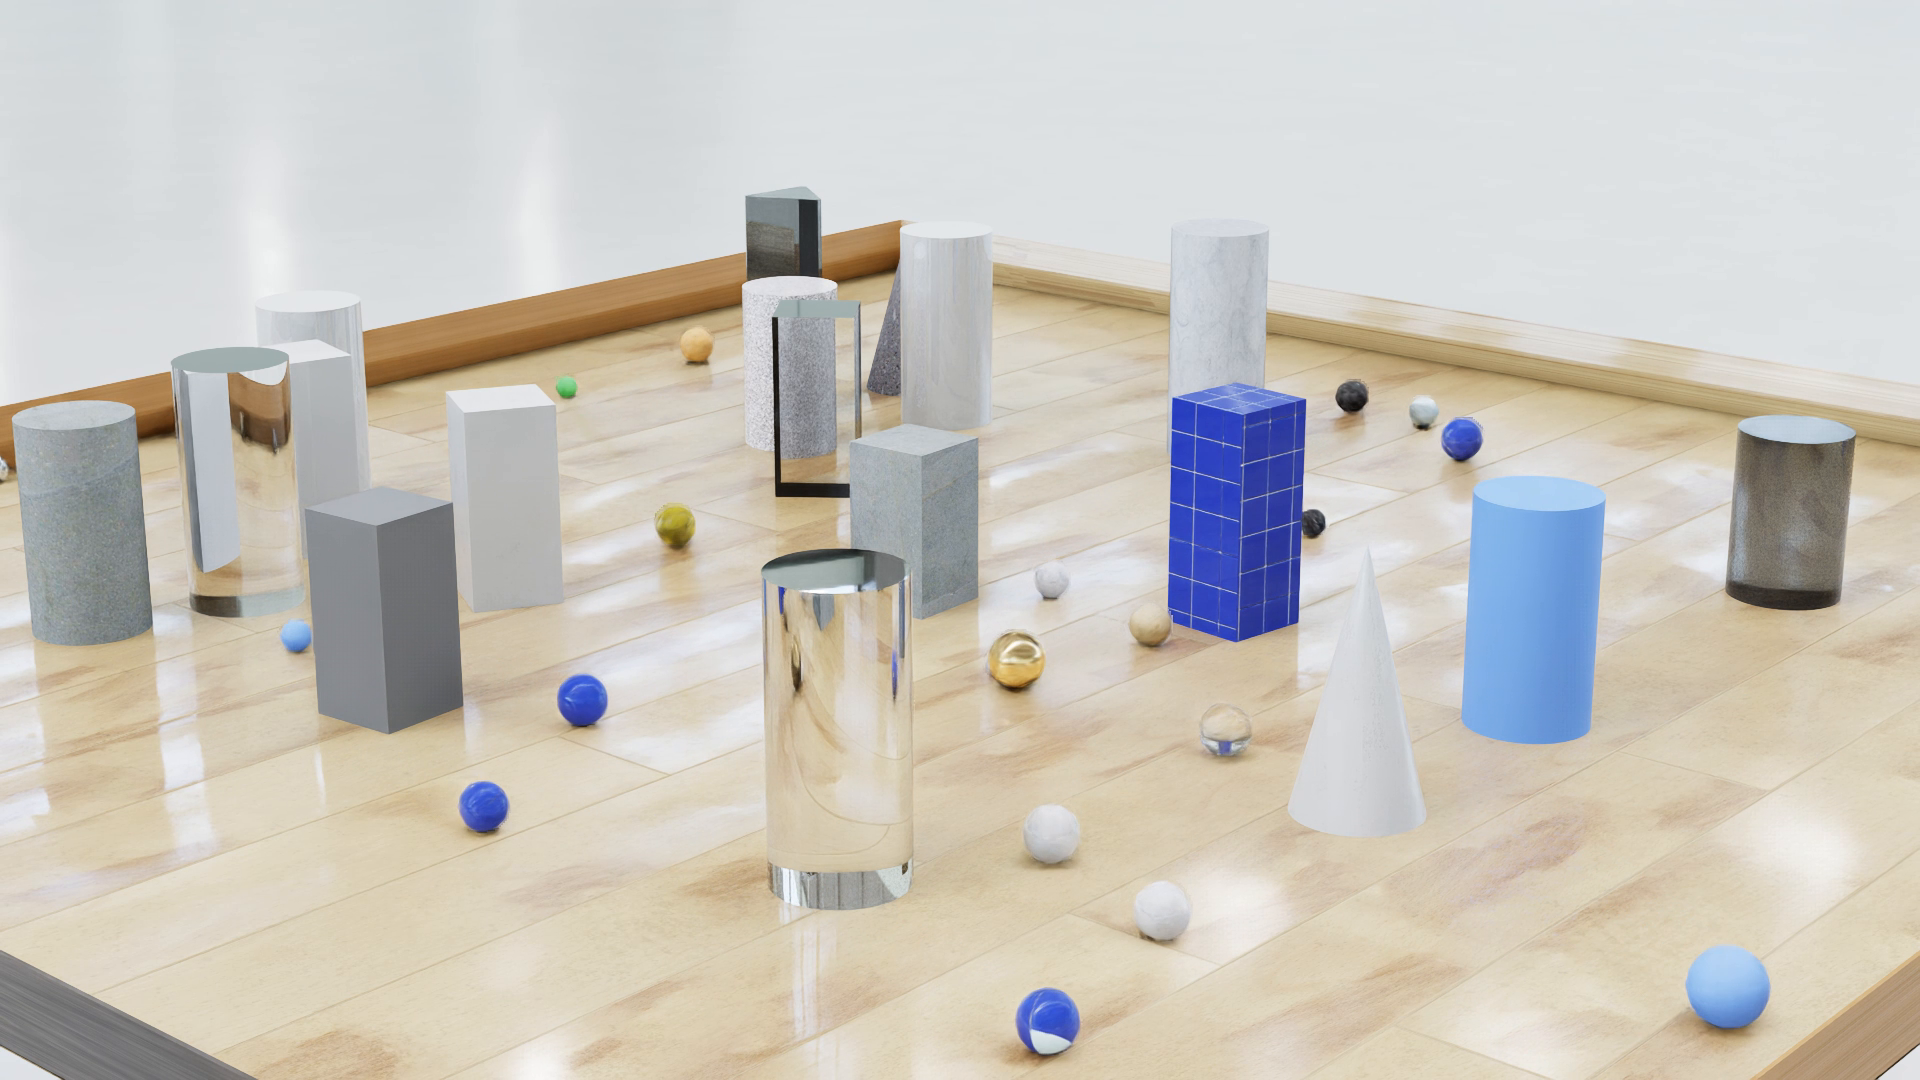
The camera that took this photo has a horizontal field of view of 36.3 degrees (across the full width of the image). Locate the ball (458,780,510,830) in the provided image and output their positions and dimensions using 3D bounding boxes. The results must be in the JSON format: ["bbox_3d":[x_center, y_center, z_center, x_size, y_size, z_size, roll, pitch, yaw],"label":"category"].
[{"bbox_3d":[-0.666,0.371,4.098,0.071,0.071,0.071,0,17,0],"label":"ball"}]

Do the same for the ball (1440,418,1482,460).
[{"bbox_3d":[1.024,-0.206,5.985,0.086,0.086,0.086,0,17,0],"label":"ball"}]

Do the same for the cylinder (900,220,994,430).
[{"bbox_3d":[-0.029,-0.458,6.255,0.197,0.414,0.197,0,17,0],"label":"cylinder"}]

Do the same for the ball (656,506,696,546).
[{"bbox_3d":[-0.524,-0.026,5.407,0.075,0.075,0.075,0,17,0],"label":"ball"}]

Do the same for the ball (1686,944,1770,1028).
[{"bbox_3d":[0.919,0.534,3.509,0.098,0.098,0.098,0,17,0],"label":"ball"}]

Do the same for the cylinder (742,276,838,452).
[{"bbox_3d":[-0.351,-0.367,6.098,0.197,0.329,0.197,0,17,0],"label":"cylinder"}]

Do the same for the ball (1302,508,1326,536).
[{"bbox_3d":[0.658,-0.033,5.474,0.050,0.050,0.050,0,17,0],"label":"ball"}]

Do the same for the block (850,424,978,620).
[{"bbox_3d":[-0.079,-0.034,5.063,0.157,0.289,0.157,13,21,36],"label":"block"}]

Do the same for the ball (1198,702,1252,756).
[{"bbox_3d":[0.396,0.283,4.375,0.080,0.080,0.080,0,17,0],"label":"ball"}]

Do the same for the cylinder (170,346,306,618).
[{"bbox_3d":[-1.240,-0.101,5.043,0.197,0.429,0.197,0,17,0],"label":"cylinder"}]

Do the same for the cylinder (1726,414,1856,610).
[{"bbox_3d":[1.443,-0.049,5.099,0.197,0.297,0.197,0,17,0],"label":"cylinder"}]

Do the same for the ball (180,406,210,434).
[{"bbox_3d":[-1.614,-0.252,6.184,0.060,0.060,0.060,0,17,0],"label":"ball"}]

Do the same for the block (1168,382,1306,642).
[{"bbox_3d":[0.465,-0.048,4.934,0.157,0.391,0.157,-15,22,-40],"label":"block"}]

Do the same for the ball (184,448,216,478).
[{"bbox_3d":[-1.520,-0.155,5.862,0.060,0.060,0.060,0,17,0],"label":"ball"}]

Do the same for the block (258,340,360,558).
[{"bbox_3d":[-1.208,-0.165,5.365,0.157,0.365,0.157,-11,20,-33],"label":"block"}]

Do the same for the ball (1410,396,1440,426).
[{"bbox_3d":[0.989,-0.273,6.248,0.063,0.063,0.063,0,17,0],"label":"ball"}]

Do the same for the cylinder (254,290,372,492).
[{"bbox_3d":[-1.233,-0.258,5.604,0.197,0.405,0.197,0,17,0],"label":"cylinder"}]

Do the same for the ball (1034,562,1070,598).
[{"bbox_3d":[0.160,0.069,5.114,0.063,0.063,0.063,0,17,0],"label":"ball"}]

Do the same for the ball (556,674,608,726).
[{"bbox_3d":[-0.580,0.244,4.503,0.079,0.079,0.079,0,17,0],"label":"ball"}]

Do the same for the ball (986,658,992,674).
[{"bbox_3d":[0.061,0.199,4.720,0.040,0.040,0.040,0,17,0],"label":"ball"}]

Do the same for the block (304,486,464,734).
[{"bbox_3d":[-0.887,0.106,4.525,0.157,0.332,0.157,12,21,35],"label":"block"}]

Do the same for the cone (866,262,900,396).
[{"bbox_3d":[-0.112,-0.525,6.547,0.197,0.373,0.197,0,17,0],"label":"cone"}]

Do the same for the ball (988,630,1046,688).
[{"bbox_3d":[0.090,0.190,4.661,0.092,0.092,0.092,0,17,0],"label":"ball"}]

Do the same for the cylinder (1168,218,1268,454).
[{"bbox_3d":[0.526,-0.407,5.987,0.197,0.469,0.197,0,17,0],"label":"cylinder"}]

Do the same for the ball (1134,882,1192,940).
[{"bbox_3d":[0.259,0.474,3.750,0.075,0.075,0.075,0,17,0],"label":"ball"}]

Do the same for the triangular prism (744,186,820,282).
[{"bbox_3d":[-0.362,-0.535,6.430,0.170,0.460,0.148,5,17,15],"label":"triangular prism"}]

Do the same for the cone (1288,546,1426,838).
[{"bbox_3d":[0.565,0.195,4.116,0.197,0.398,0.197,0,17,0],"label":"cone"}]

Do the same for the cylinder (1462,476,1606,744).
[{"bbox_3d":[0.873,0.105,4.469,0.197,0.367,0.197,0,17,0],"label":"cylinder"}]

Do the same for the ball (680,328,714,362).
[{"bbox_3d":[-0.612,-0.453,6.816,0.080,0.080,0.080,0,17,0],"label":"ball"}]

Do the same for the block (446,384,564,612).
[{"bbox_3d":[-0.789,-0.074,5.081,0.157,0.355,0.157,-6,18,-20],"label":"block"}]

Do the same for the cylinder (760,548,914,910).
[{"bbox_3d":[-0.160,0.248,3.872,0.197,0.436,0.197,0,17,0],"label":"cylinder"}]

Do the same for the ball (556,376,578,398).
[{"bbox_3d":[-0.871,-0.339,6.495,0.047,0.047,0.047,0,17,0],"label":"ball"}]

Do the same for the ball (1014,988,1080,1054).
[{"bbox_3d":[0.103,0.565,3.446,0.077,0.077,0.077,0,17,0],"label":"ball"}]

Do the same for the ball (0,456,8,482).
[{"bbox_3d":[-1.919,-0.141,5.824,0.055,0.055,0.055,0,17,0],"label":"ball"}]

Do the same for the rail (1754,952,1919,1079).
[{"bbox_3d":[1.493,0.406,3.879,0.045,0.128,4.128,14,22,39],"label":"rail"}]

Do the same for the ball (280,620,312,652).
[{"bbox_3d":[-1.095,0.158,4.836,0.052,0.052,0.052,0,17,0],"label":"ball"}]

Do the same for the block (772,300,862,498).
[{"bbox_3d":[-0.278,-0.278,5.750,0.157,0.359,0.157,1,17,3],"label":"block"}]

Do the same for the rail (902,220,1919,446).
[{"bbox_3d":[1.338,-0.413,6.595,4.001,0.128,0.045,14,22,39],"label":"rail"}]

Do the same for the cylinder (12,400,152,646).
[{"bbox_3d":[-1.468,-0.030,4.909,0.197,0.370,0.197,0,17,0],"label":"cylinder"}]

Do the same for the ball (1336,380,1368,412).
[{"bbox_3d":[0.851,-0.312,6.366,0.069,0.069,0.069,0,17,0],"label":"ball"}]

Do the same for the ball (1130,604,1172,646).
[{"bbox_3d":[0.316,0.140,4.865,0.070,0.070,0.070,0,17,0],"label":"ball"}]

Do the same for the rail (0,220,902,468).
[{"bbox_3d":[-1.493,-0.342,6.361,0.045,0.128,4.128,14,22,39],"label":"rail"}]

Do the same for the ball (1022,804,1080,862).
[{"bbox_3d":[0.124,0.399,3.989,0.080,0.080,0.080,0,17,0],"label":"ball"}]

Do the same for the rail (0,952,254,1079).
[{"bbox_3d":[-1.338,0.477,3.645,4.001,0.128,0.045,14,22,39],"label":"rail"}]
